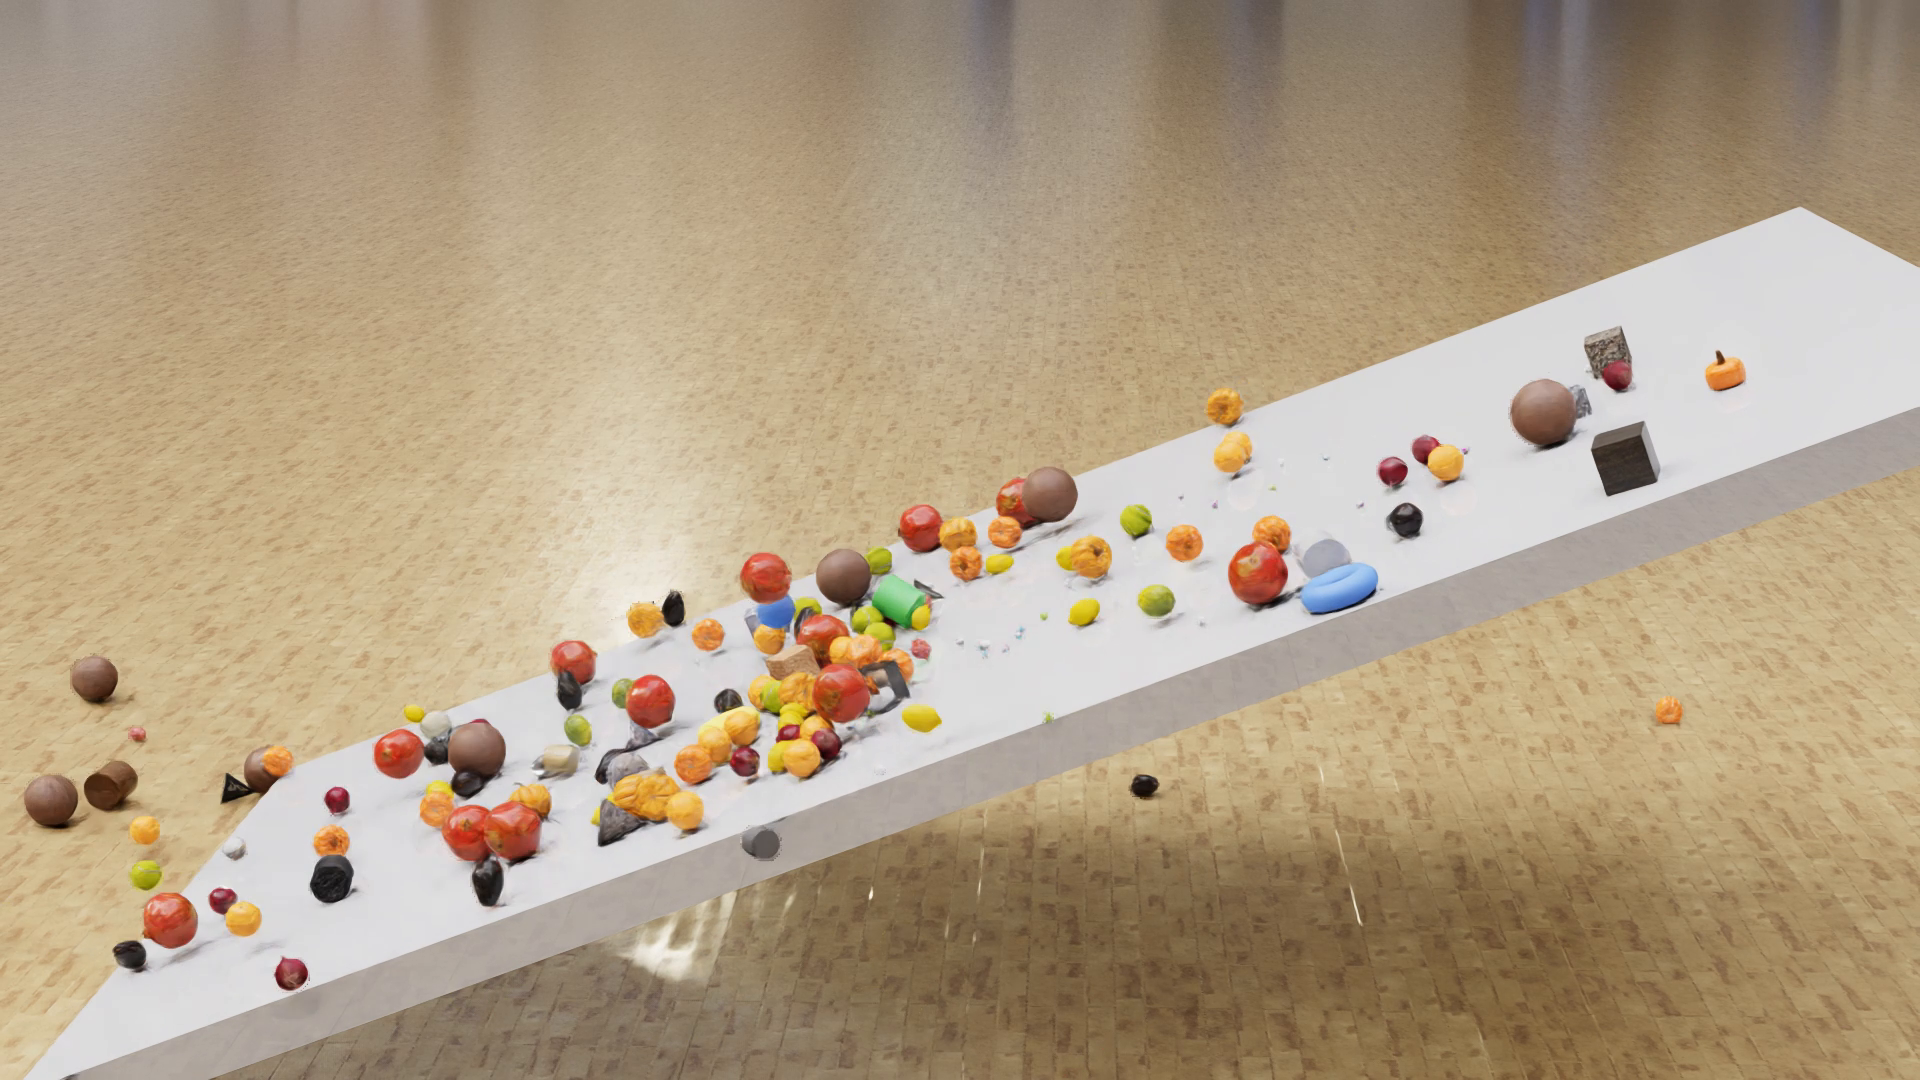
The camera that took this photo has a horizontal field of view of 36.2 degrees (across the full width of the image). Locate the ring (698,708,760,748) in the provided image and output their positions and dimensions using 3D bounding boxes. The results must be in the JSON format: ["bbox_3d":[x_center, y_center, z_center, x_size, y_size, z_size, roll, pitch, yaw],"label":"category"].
[{"bbox_3d":[-0.476,0.386,6.058,0.138,0.046,0.138,-22,11,4],"label":"ring"}]

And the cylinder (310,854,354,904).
[{"bbox_3d":[-1.290,0.696,6.041,0.080,0.080,0.080,-2,10,-7],"label":"cylinder"}]

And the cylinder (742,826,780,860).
[{"bbox_3d":[-0.358,0.544,5.282,0.053,0.053,0.053,-7,4,-25],"label":"cylinder"}]

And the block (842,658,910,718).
[{"bbox_3d":[-0.165,0.294,5.825,0.081,0.081,0.081,-12,15,39],"label":"block"}]

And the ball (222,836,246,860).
[{"bbox_3d":[-1.659,0.705,6.726,0.055,0.055,0.055,0,13,0],"label":"ball"}]

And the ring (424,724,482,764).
[{"bbox_3d":[-1.192,0.478,6.918,0.147,0.049,0.147,-22,12,5],"label":"ring"}]

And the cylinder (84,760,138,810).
[{"bbox_3d":[-2.167,0.625,7.506,0.099,0.099,0.099,3,17,12],"label":"cylinder"}]

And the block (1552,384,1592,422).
[{"bbox_3d":[1.235,-0.275,5.930,0.054,0.054,0.054,-22,12,0],"label":"block"}]

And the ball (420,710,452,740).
[{"bbox_3d":[-1.266,0.451,7.107,0.076,0.076,0.076,0,13,0],"label":"ball"}]

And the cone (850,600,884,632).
[{"bbox_3d":[-0.204,0.171,6.564,0.071,0.071,0.071,3,13,-13],"label":"cone"}]

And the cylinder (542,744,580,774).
[{"bbox_3d":[-0.853,0.468,6.290,0.059,0.059,0.059,4,14,17],"label":"cylinder"}]

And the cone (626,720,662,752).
[{"bbox_3d":[-0.672,0.422,6.281,0.071,0.071,0.071,7,14,5],"label":"cone"}]

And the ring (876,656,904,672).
[{"bbox_3d":[-0.162,0.271,6.034,0.106,0.035,0.106,-22,11,5],"label":"ring"}]

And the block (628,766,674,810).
[{"bbox_3d":[-0.612,0.489,5.811,0.057,0.057,0.057,-16,13,25],"label":"block"}]

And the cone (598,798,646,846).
[{"bbox_3d":[-0.647,0.545,5.665,0.092,0.092,0.092,4,13,-8],"label":"cone"}]

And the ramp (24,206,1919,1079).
[{"bbox_3d":[0.121,0.175,6.293,4.000,0.100,2.000,-20,12,7],"label":"ramp"}]

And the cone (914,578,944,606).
[{"bbox_3d":[-0.068,0.125,6.526,0.072,0.072,0.072,5,14,0],"label":"cone"}]

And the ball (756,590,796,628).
[{"bbox_3d":[-0.407,0.154,6.501,0.085,0.085,0.085,0,13,0],"label":"ball"}]

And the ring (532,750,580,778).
[{"bbox_3d":[-0.875,0.480,6.374,0.112,0.037,0.112,-20,13,5],"label":"ring"}]

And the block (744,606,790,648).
[{"bbox_3d":[-0.445,0.192,6.789,0.078,0.078,0.078,-21,12,4],"label":"block"}]

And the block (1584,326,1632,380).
[{"bbox_3d":[1.361,-0.393,6.173,0.079,0.079,0.079,-18,12,19],"label":"block"}]

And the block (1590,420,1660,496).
[{"bbox_3d":[1.204,-0.147,5.319,0.093,0.093,0.093,-17,13,22],"label":"block"}]

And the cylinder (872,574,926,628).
[{"bbox_3d":[-0.133,0.132,6.374,0.086,0.086,0.086,31,23,16],"label":"cylinder"}]

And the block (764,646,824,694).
[{"bbox_3d":[-0.353,0.275,6.257,0.076,0.076,0.076,-28,13,-29],"label":"block"}]

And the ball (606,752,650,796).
[{"bbox_3d":[-0.667,0.471,5.914,0.088,0.088,0.088,0,13,0],"label":"ball"}]

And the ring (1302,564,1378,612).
[{"bbox_3d":[0.685,0.087,5.312,0.145,0.048,0.145,-22,11,4],"label":"ring"}]
